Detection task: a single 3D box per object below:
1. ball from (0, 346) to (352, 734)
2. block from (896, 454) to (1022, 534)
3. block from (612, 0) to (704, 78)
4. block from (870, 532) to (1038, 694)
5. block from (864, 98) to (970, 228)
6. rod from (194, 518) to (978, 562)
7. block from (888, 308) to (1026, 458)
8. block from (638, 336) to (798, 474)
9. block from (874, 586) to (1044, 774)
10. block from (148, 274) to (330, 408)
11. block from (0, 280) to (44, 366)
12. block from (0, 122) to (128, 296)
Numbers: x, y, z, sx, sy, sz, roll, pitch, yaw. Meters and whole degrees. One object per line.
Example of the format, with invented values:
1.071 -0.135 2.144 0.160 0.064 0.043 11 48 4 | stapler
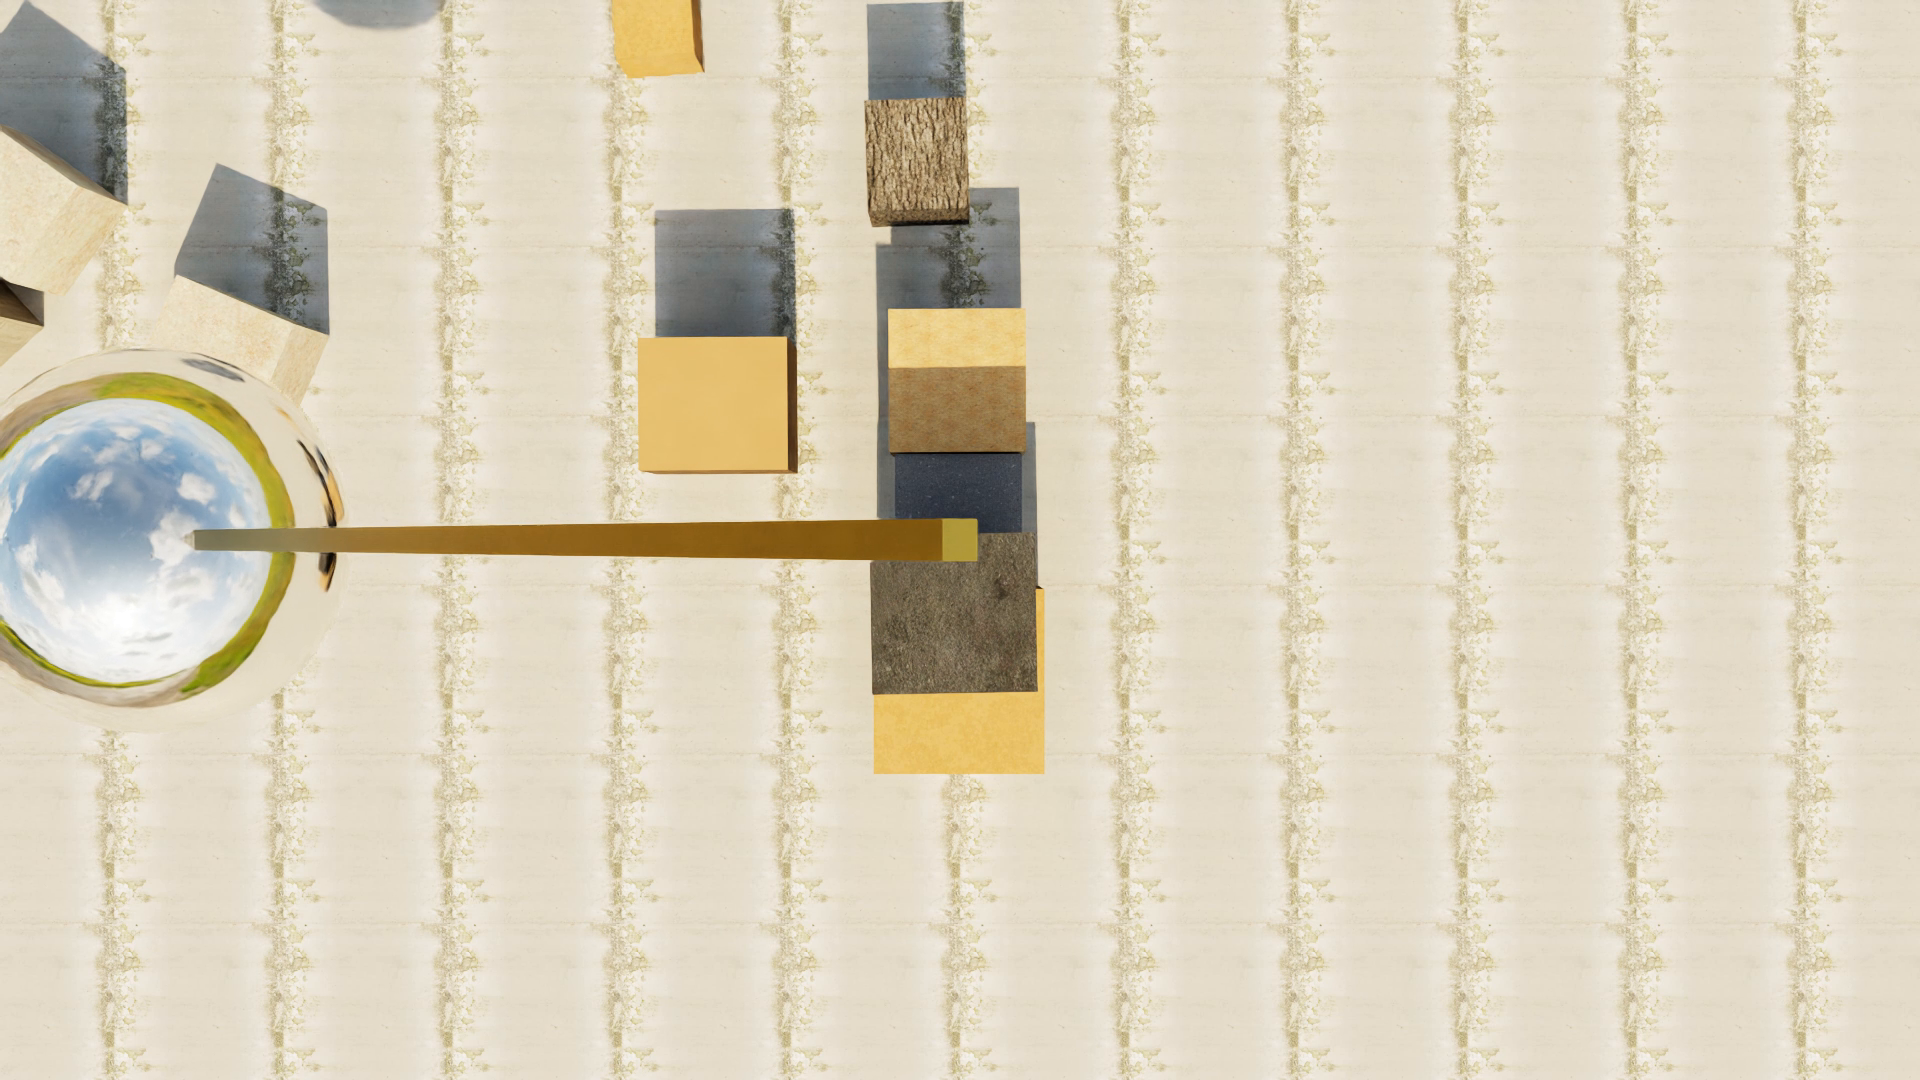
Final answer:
-3.347 0.000 9.116 1.600 1.600 1.600 0 90 0 | ball
-0.009 -0.111 12.649 0.709 0.703 0.742 0 90 0 | block
-1.754 -2.979 12.764 0.450 0.457 0.462 -4 88 0 | block
-0.033 0.381 11.738 0.858 0.711 0.827 -1 90 0 | block
-0.242 -2.167 12.673 0.574 0.654 0.621 -2 90 0 | block
-1.450 0.000 6.294 0.080 5.200 0.080 0 90 -34 | rod
-0.014 -0.890 12.628 0.764 0.744 0.796 0 90 0 | block
-1.375 -0.758 12.612 0.830 0.777 0.738 0 90 0 | block
-0.005 0.779 12.547 0.940 0.906 1.017 0 90 0 | block
-4.181 -1.043 12.651 0.710 0.699 0.658 23 90 0 | block
-5.884 -1.286 12.655 0.662 0.691 0.676 -42 90 0 | block
-5.401 -1.916 12.623 0.727 0.754 0.658 35 90 0 | block
